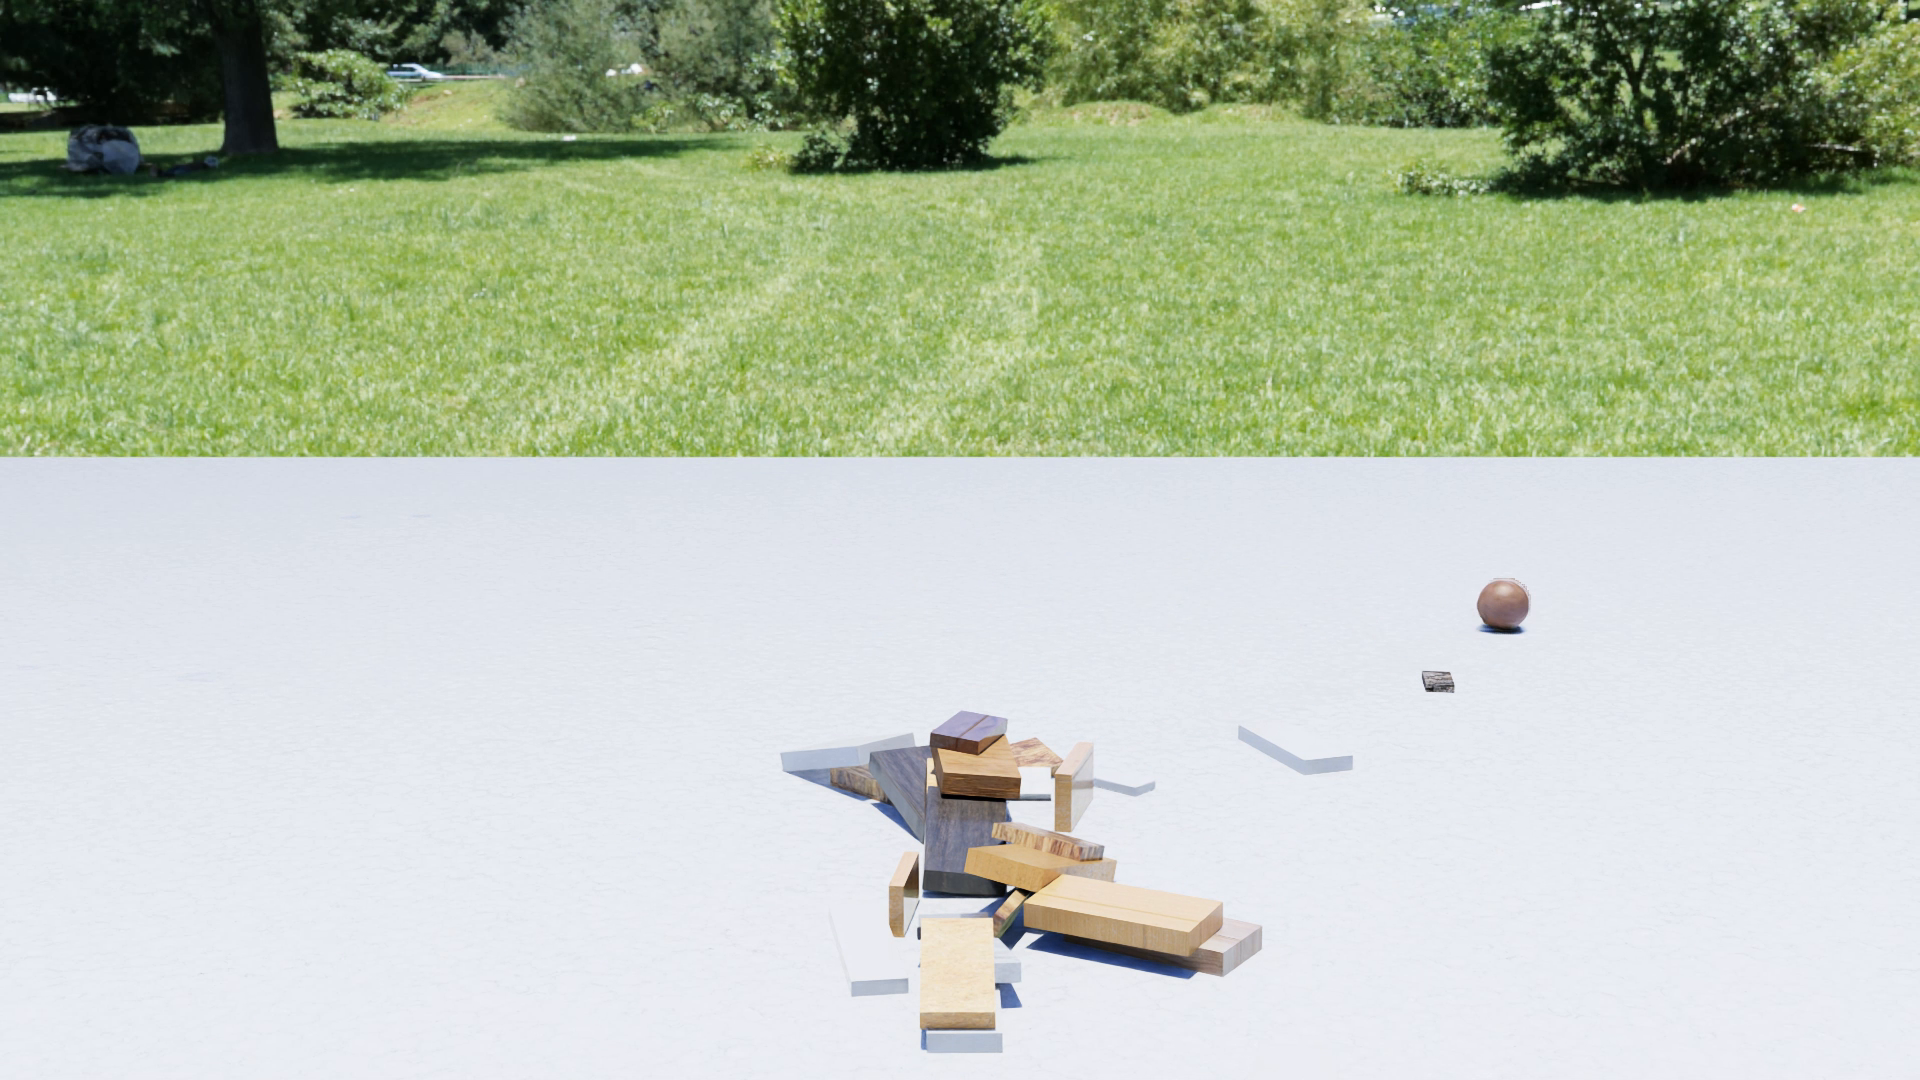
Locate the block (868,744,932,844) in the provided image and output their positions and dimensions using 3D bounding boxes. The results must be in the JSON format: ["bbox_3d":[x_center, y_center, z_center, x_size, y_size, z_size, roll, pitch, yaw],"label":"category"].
[{"bbox_3d":[-0.056,0.466,4.052,0.135,0.038,0.270,-5,26,-23],"label":"block"}]

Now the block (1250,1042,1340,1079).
[{"bbox_3d":[0.436,0.720,2.883,0.109,0.031,0.219,2,11,13],"label":"block"}]

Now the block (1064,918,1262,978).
[{"bbox_3d":[0.316,0.614,3.432,0.275,0.039,0.138,7,12,32],"label":"block"}]

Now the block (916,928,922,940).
[{"bbox_3d":[-0.019,0.606,3.394,0.068,0.019,0.136,-3,-10,10],"label":"block"}]

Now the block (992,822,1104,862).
[{"bbox_3d":[0.148,0.507,3.697,0.170,0.024,0.085,11,1,30],"label":"block"}]

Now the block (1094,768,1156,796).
[{"bbox_3d":[0.306,0.469,4.268,0.135,0.018,0.064,9,14,41],"label":"block"}]

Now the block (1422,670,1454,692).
[{"bbox_3d":[1.097,0.325,5.045,0.064,0.018,0.129,1,11,8],"label":"block"}]

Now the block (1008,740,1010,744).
[{"bbox_3d":[0.046,0.438,4.417,0.093,0.026,0.185,1,11,7],"label":"block"}]

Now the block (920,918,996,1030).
[{"bbox_3d":[-0.004,0.614,3.127,0.104,0.030,0.209,0,28,0],"label":"block"}]

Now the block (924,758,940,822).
[{"bbox_3d":[0.007,0.481,3.936,0.138,0.039,0.275,5,24,-3],"label":"block"}]

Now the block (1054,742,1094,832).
[{"bbox_3d":[0.213,0.457,4.085,0.031,0.109,0.219,3,11,14],"label":"block"}]

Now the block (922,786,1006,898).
[{"bbox_3d":[0.008,0.513,3.767,0.138,0.039,0.275,6,24,-2],"label":"block"}]

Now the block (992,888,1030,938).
[{"bbox_3d":[0.068,0.595,3.452,0.019,0.068,0.136,32,18,11],"label":"block"}]

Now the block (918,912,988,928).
[{"bbox_3d":[-0.010,0.589,3.414,0.068,0.019,0.136,-5,-10,18],"label":"block"}]

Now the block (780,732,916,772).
[{"bbox_3d":[-0.220,0.415,4.304,0.135,0.038,0.270,-10,-1,-38],"label":"block"}]

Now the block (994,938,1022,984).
[{"bbox_3d":[0.022,0.626,3.277,0.104,0.030,0.209,0,-1,-8],"label":"block"}]

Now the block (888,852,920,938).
[{"bbox_3d":[-0.090,0.570,3.544,0.024,0.085,0.170,1,11,7],"label":"block"}]

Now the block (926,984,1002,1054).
[{"bbox_3d":[0.006,0.674,3.134,0.104,0.030,0.209,0,11,0],"label":"block"}]

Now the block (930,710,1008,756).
[{"bbox_3d":[0.017,0.355,4.058,0.093,0.026,0.185,9,11,16],"label":"block"}]

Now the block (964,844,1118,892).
[{"bbox_3d":[0.136,0.537,3.622,0.138,0.039,0.293,11,1,27],"label":"block"}]

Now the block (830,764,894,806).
[{"bbox_3d":[-0.110,0.468,4.220,0.135,0.038,0.270,-10,14,-43],"label":"block"}]

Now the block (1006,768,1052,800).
[{"bbox_3d":[0.109,0.465,4.201,0.129,0.018,0.064,0,45,1],"label":"block"}]

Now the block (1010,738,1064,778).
[{"bbox_3d":[0.111,0.440,4.312,0.185,0.026,0.093,-10,37,-43],"label":"block"}]

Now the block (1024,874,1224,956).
[{"bbox_3d":[0.253,0.579,3.405,0.275,0.039,0.138,5,14,28],"label":"block"}]

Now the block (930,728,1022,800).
[{"bbox_3d":[0.026,0.403,3.981,0.138,0.039,0.275,5,11,-6],"label":"block"}]

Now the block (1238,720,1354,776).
[{"bbox_3d":[0.682,0.422,4.489,0.109,0.031,0.283,-4,11,-20],"label":"block"}]

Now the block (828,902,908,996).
[{"bbox_3d":[-0.144,0.629,3.395,0.085,0.024,0.329,-2,11,-9],"label":"block"}]
